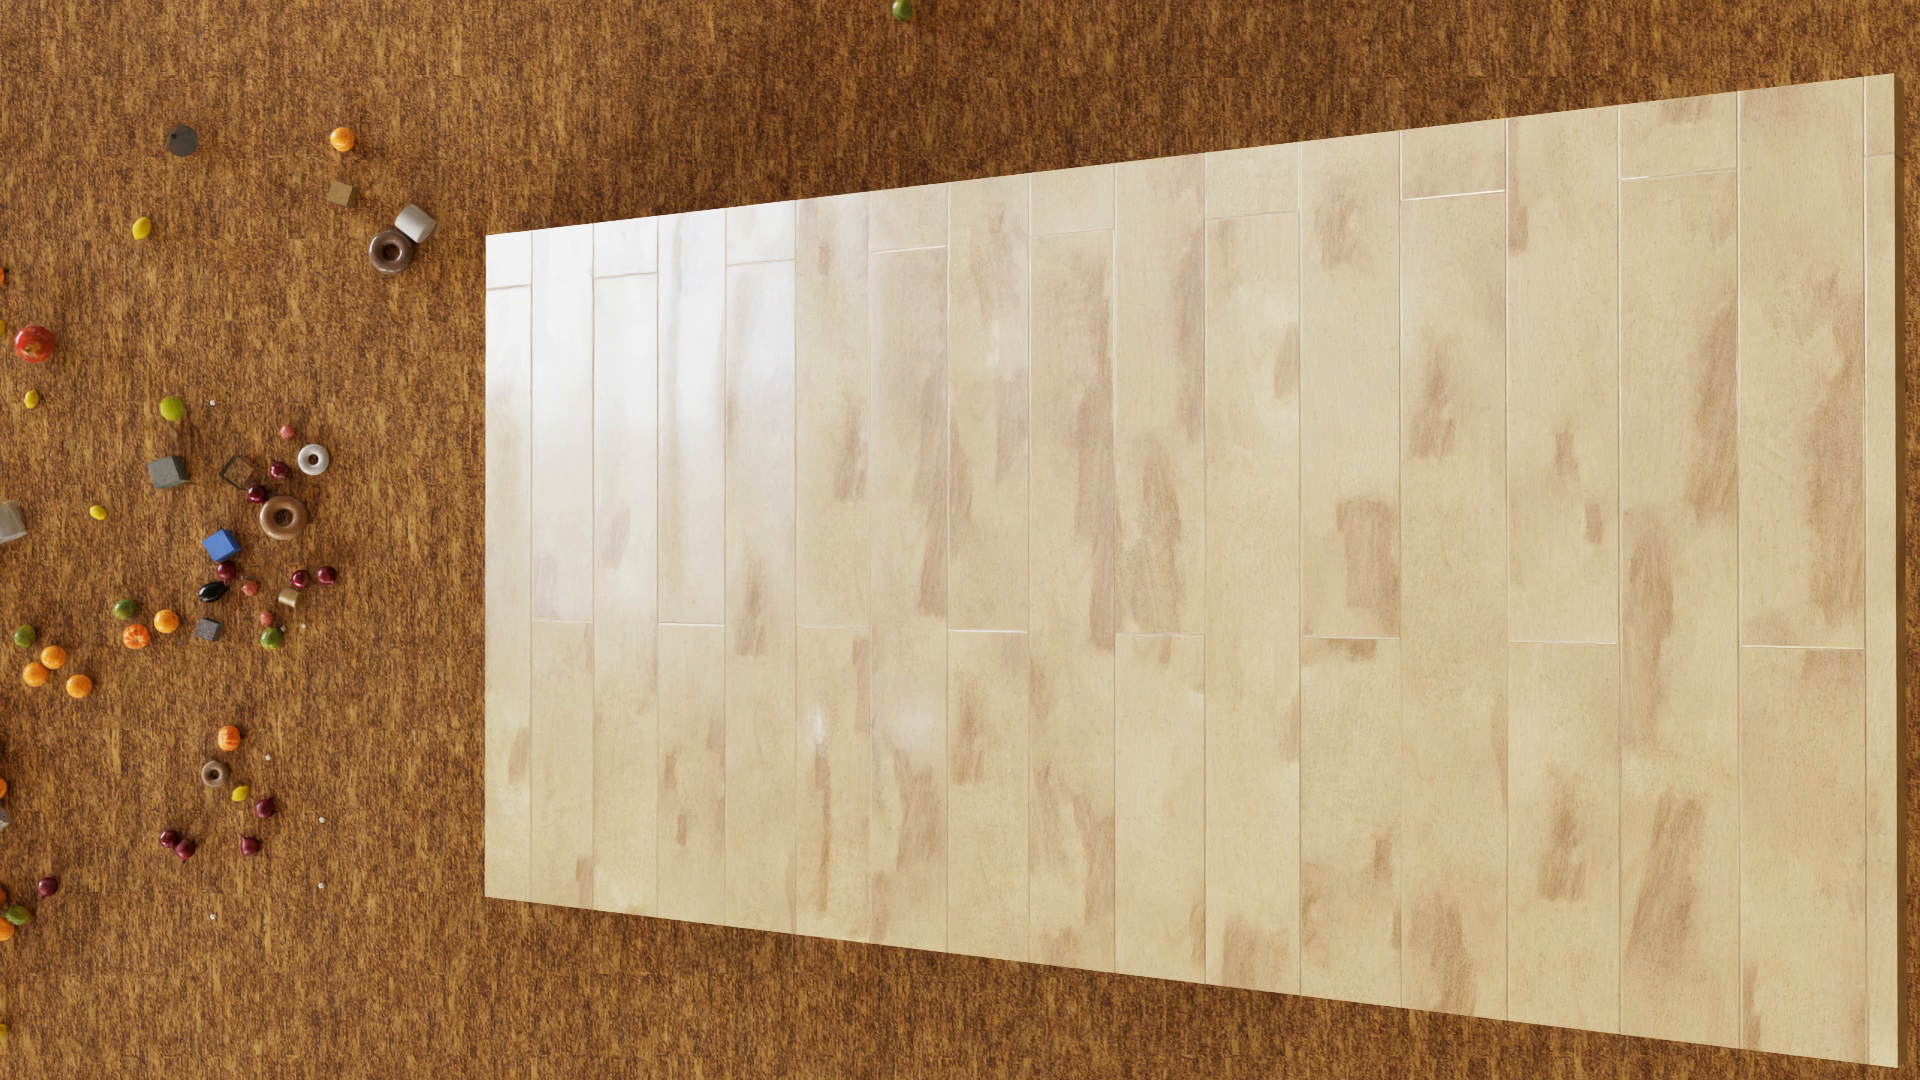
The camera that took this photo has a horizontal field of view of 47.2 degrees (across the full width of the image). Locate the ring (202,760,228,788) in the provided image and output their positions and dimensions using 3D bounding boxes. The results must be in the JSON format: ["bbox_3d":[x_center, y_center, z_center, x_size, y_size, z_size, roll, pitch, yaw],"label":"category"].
[{"bbox_3d":[-2.276,0.715,6.720,0.084,0.028,0.084,0,90,1],"label":"ring"}]

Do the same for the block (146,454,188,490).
[{"bbox_3d":[-2.414,-0.206,6.702,0.079,0.079,0.079,-20,90,0],"label":"block"}]

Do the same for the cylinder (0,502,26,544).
[{"bbox_3d":[-2.909,-0.051,6.691,0.099,0.099,0.099,-22,90,0],"label":"cylinder"}]

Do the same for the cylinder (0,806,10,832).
[{"bbox_3d":[-2.959,0.859,6.684,0.098,0.098,0.098,-45,90,0],"label":"cylinder"}]

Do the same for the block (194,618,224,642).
[{"bbox_3d":[-2.291,0.273,6.709,0.057,0.057,0.057,20,90,0],"label":"block"}]

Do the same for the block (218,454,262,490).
[{"bbox_3d":[-2.193,-0.206,6.703,0.077,0.077,0.077,36,90,0],"label":"block"}]

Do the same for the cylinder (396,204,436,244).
[{"bbox_3d":[-1.660,-0.965,6.705,0.086,0.086,0.086,38,90,0],"label":"cylinder"}]

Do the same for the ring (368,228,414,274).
[{"bbox_3d":[-1.738,-0.881,6.724,0.141,0.047,0.141,0,91,1],"label":"ring"}]

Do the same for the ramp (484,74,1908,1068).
[{"bbox_3d":[0.251,0.069,5.581,4.000,0.100,2.000,0,89,34],"label":"ramp"}]

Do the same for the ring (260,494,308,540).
[{"bbox_3d":[-2.063,-0.069,6.710,0.144,0.048,0.144,2,81,-11],"label":"ring"}]

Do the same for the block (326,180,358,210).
[{"bbox_3d":[-1.886,-1.055,6.717,0.064,0.064,0.064,19,90,0],"label":"block"}]

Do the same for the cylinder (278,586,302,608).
[{"bbox_3d":[-2.044,0.174,6.712,0.053,0.053,0.053,21,90,0],"label":"cylinder"}]

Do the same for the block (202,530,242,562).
[{"bbox_3d":[-2.250,0.017,6.704,0.071,0.071,0.071,-31,90,0],"label":"block"}]

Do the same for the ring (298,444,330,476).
[{"bbox_3d":[-1.977,-0.246,6.726,0.096,0.032,0.096,0,88,0],"label":"ring"}]

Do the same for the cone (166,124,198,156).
[{"bbox_3d":[-2.387,-1.226,6.701,0.098,0.098,0.098,0,90,0],"label":"cone"}]
